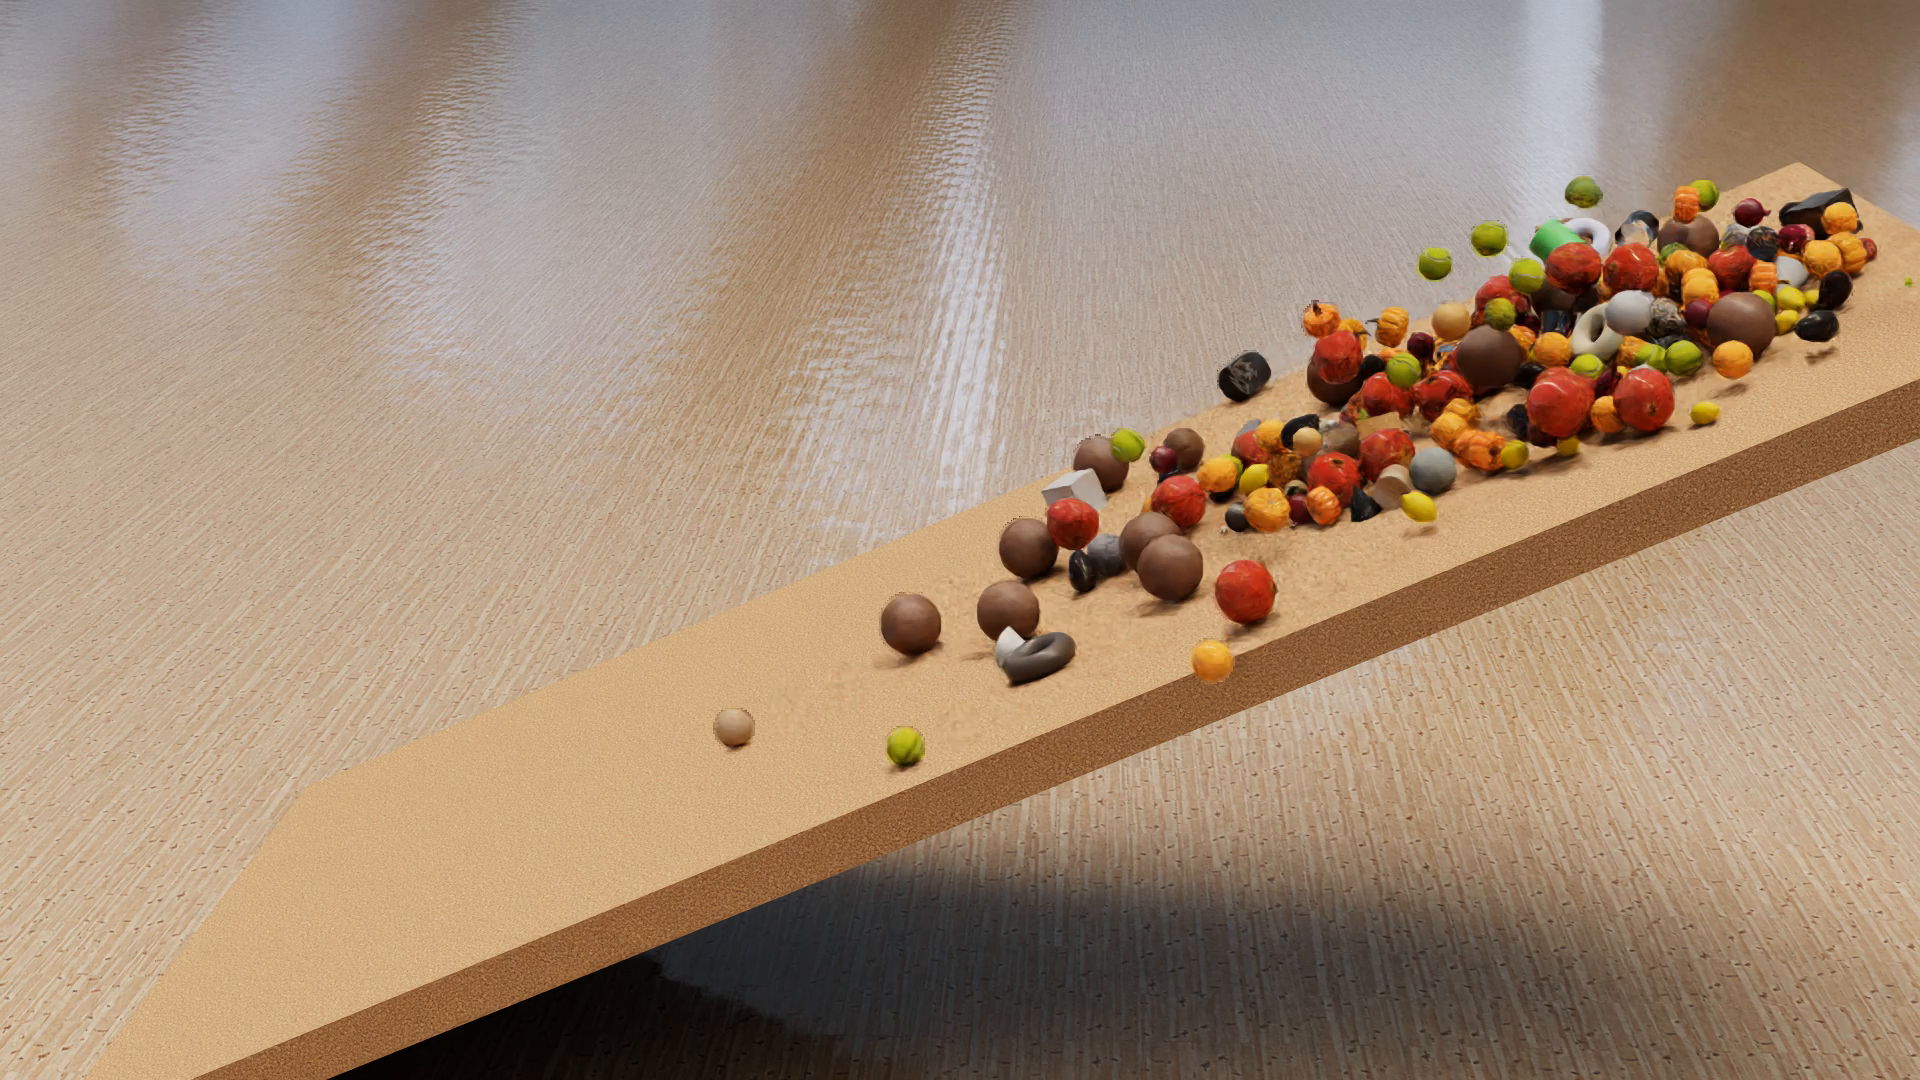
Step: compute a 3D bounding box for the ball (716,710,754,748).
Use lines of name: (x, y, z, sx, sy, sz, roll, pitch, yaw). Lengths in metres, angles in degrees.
ball: (-0.468, 0.390, 6.095, 0.078, 0.078, 0.078, 0, 15, 0)

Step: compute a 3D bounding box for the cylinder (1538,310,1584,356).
cylinder: (1.221, -0.420, 5.972, 0.088, 0.088, 0.088, 5, 5, 0)

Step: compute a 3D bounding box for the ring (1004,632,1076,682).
ring: (0.154, 0.226, 5.676, 0.148, 0.049, 0.148, -23, 14, 6)

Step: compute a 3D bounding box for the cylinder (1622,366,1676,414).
cylinder: (1.298, -0.283, 5.544, 0.077, 0.077, 0.077, -1, 17, -5)

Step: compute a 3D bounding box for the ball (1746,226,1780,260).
ball: (1.603, -0.592, 5.869, 0.066, 0.066, 0.066, 0, 15, 0)

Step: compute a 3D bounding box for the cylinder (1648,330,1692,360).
cylinder: (1.410, -0.401, 5.850, 0.065, 0.065, 0.065, -26, 13, 8)

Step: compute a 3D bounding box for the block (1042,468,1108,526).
block: (0.262, -0.097, 6.689, 0.092, 0.092, 0.092, -11, 18, 46)

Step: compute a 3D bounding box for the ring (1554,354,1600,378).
ring: (1.275, -0.375, 6.031, 0.126, 0.042, 0.126, -29, 16, 9)

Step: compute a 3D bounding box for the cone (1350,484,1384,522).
cone: (0.778, -0.079, 5.715, 0.067, 0.067, 0.067, -23, 13, 6)

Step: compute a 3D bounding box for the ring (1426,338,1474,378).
ring: (1.046, -0.393, 6.289, 0.104, 0.104, 0.035, 6, 43, 23)

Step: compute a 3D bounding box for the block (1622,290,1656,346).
block: (1.355, -0.444, 5.895, 0.078, 0.078, 0.078, 1, 54, -44)

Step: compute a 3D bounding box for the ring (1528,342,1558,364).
ring: (1.257, -0.408, 6.230, 0.116, 0.039, 0.116, -24, 12, 5)

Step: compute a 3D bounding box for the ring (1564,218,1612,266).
ring: (1.413, -0.675, 6.666, 0.128, 0.043, 0.128, -5, 56, 7)

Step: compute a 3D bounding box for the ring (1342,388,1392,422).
ring: (0.892, -0.295, 6.446, 0.120, 0.040, 0.120, -27, 11, 6)

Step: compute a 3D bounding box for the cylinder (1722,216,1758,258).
cylinder: (1.680, -0.650, 6.306, 0.066, 0.066, 0.066, 31, 17, -1)

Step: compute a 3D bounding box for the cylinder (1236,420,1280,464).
cylinder: (0.653, -0.217, 6.458, 0.069, 0.069, 0.069, -38, 22, 19)

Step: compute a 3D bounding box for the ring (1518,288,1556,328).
ring: (1.276, -0.513, 6.501, 0.090, 0.090, 0.030, 8, 11, 29)

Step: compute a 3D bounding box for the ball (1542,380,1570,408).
ball: (1.185, -0.289, 5.843, 0.056, 0.056, 0.056, 0, 15, 0)

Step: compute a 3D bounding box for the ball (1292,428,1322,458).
ball: (0.693, -0.195, 5.867, 0.060, 0.060, 0.060, 0, 15, 0)

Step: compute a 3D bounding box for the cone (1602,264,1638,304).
cone: (1.428, -0.562, 6.416, 0.092, 0.092, 0.092, -23, 13, 6)

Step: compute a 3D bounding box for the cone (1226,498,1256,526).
cone: (0.580, -0.048, 5.965, 0.061, 0.061, 0.061, -10, 26, -32)

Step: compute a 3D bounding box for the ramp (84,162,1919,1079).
ramp: (0.131, 0.170, 6.285, 4.000, 0.100, 2.000, -23, 13, 8)

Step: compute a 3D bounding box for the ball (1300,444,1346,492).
ball: (0.740, -0.147, 5.998, 0.096, 0.096, 0.096, 0, 15, 0)

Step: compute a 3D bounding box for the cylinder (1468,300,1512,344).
cylinder: (1.188, -0.488, 6.592, 0.077, 0.077, 0.077, 7, 31, 25)

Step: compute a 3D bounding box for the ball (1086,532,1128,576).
ball: (0.306, 0.029, 6.103, 0.088, 0.088, 0.088, 0, 15, 0)

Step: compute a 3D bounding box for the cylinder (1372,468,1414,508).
cylinder: (0.839, -0.102, 5.694, 0.069, 0.069, 0.069, 6, 11, 21)

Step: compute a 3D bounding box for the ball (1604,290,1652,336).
ball: (1.245, -0.422, 5.480, 0.085, 0.085, 0.085, 0, 15, 0)

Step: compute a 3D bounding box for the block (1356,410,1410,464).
block: (0.856, -0.207, 5.956, 0.087, 0.087, 0.087, -15, -2, 9)

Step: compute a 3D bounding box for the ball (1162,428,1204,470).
ball: (0.507, -0.207, 6.675, 0.095, 0.095, 0.095, 0, 15, 0)

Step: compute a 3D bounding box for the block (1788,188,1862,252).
block: (1.807, -0.668, 6.144, 0.093, 0.093, 0.093, -31, 14, -28)

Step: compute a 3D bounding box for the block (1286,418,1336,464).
block: (0.756, -0.198, 6.196, 0.084, 0.084, 0.084, -28, 12, -12)

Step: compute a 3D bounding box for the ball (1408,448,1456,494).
ball: (0.907, -0.133, 5.642, 0.091, 0.091, 0.091, 0, 15, 0)

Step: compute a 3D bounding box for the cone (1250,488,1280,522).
cone: (0.626, -0.062, 5.944, 0.063, 0.063, 0.063, -17, 28, 9)

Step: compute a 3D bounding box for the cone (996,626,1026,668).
cone: (0.125, 0.220, 5.780, 0.082, 0.082, 0.082, 12, 19, 25)

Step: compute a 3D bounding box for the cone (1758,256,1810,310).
cone: (1.636, -0.496, 5.873, 0.100, 0.100, 0.100, 7, 55, 24)

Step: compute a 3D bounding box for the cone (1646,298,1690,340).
cone: (1.399, -0.425, 5.756, 0.085, 0.085, 0.085, -8, 20, -27)

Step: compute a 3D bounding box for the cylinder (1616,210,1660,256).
cylinder: (1.391, -0.630, 6.037, 0.071, 0.071, 0.071, 9, 33, 30)

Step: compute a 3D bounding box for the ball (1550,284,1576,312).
ball: (1.342, -0.537, 6.548, 0.060, 0.060, 0.060, 0, 15, 0)

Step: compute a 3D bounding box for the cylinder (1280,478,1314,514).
cylinder: (0.682, -0.088, 5.957, 0.055, 0.055, 0.055, 6, 44, 20)

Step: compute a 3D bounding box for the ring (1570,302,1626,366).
ring: (1.262, -0.406, 5.810, 0.045, 0.136, 0.136, 28, 2, -26)

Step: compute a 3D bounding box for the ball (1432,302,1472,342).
ball: (1.017, -0.452, 6.088, 0.081, 0.081, 0.081, 0, 15, 0)
